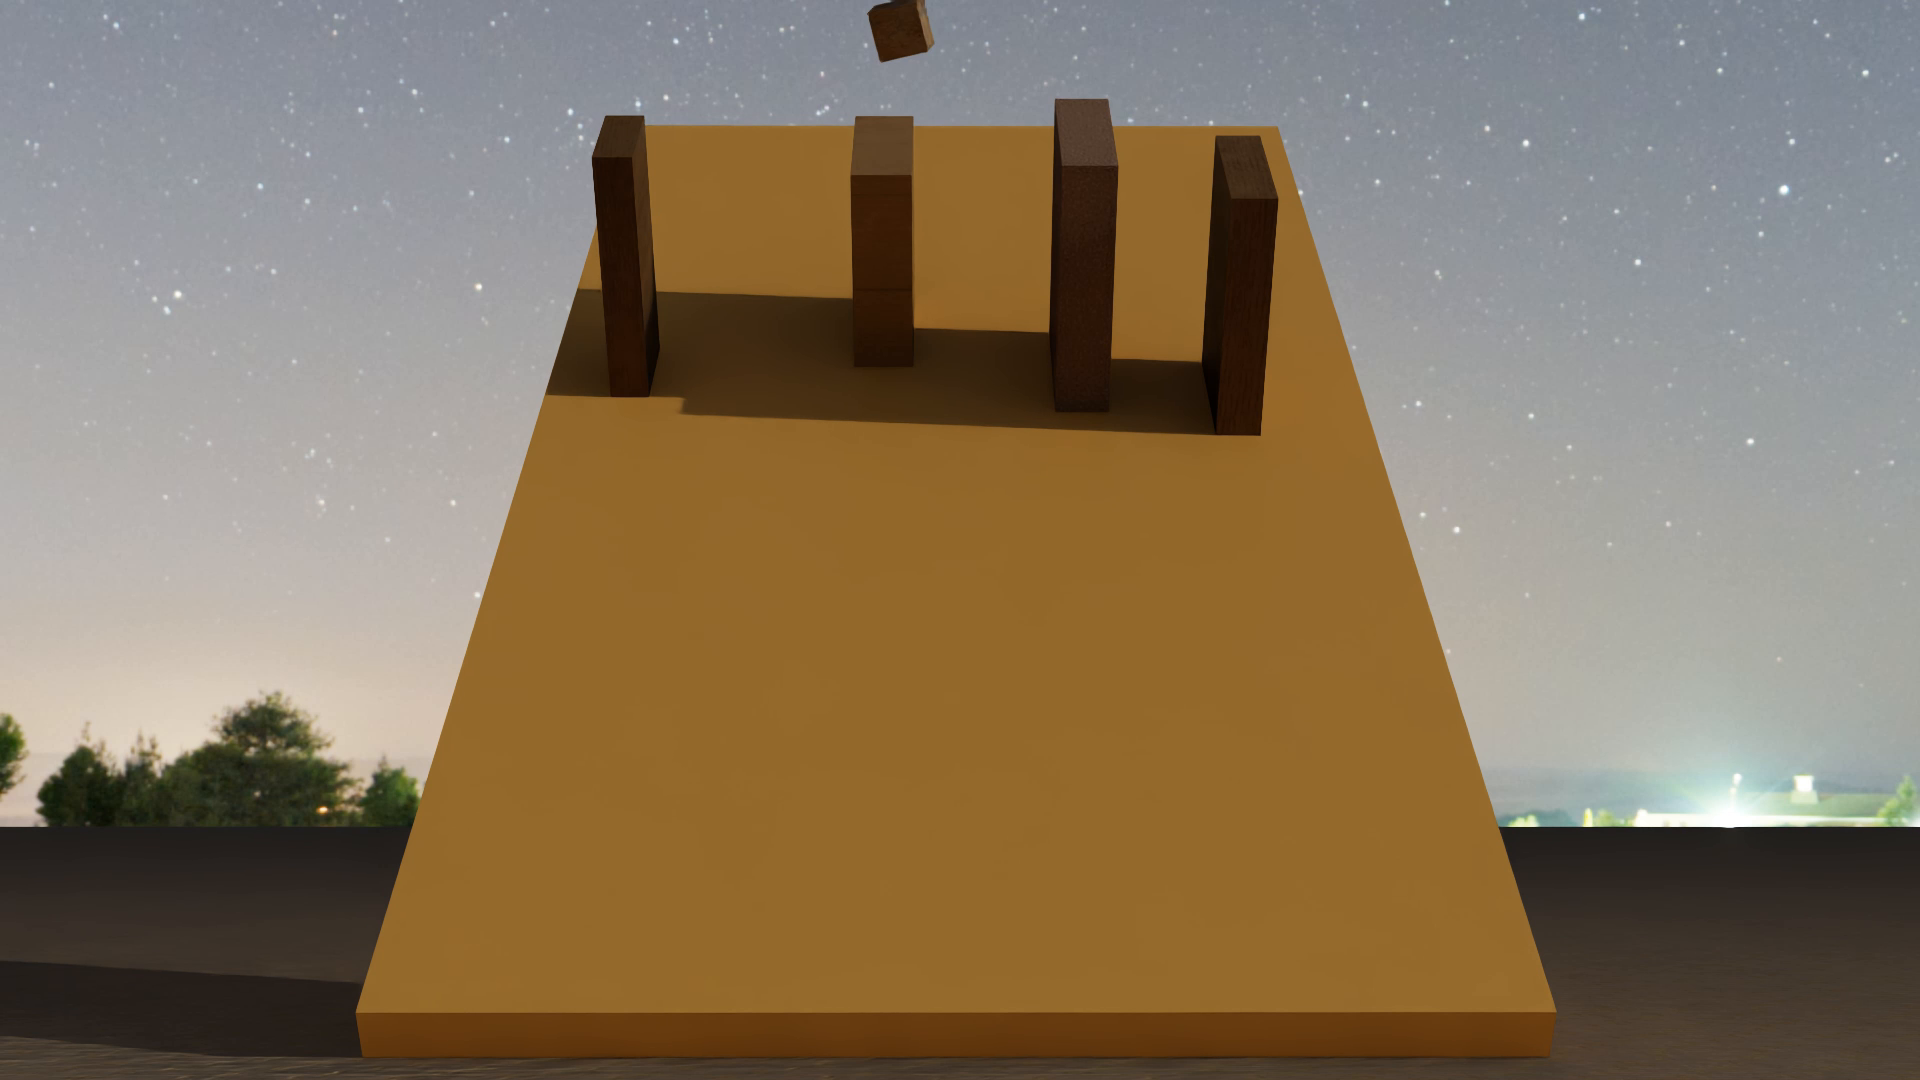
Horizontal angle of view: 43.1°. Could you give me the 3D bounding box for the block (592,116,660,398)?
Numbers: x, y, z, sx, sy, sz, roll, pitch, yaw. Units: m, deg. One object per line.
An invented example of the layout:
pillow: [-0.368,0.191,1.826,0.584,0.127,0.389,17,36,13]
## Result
block: [-0.805,-0.684,5.881,0.093,0.624,0.266,0,31,0]

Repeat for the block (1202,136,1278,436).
block: [0.661,-0.605,5.779,0.106,0.605,0.380,0,31,0]

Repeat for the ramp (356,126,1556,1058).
ramp: [-0.014,-0.201,5.786,2.000,0.100,4.000,0,31,0]

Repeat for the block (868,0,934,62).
block: [-0.178,-1.553,7.381,0.151,0.151,0.151,-11,19,11]

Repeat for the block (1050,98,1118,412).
block: [0.295,-0.691,5.889,0.129,0.635,0.426,0,31,0]

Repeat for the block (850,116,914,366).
block: [-0.191,-0.752,6.107,0.147,0.513,0.386,0,31,0]
